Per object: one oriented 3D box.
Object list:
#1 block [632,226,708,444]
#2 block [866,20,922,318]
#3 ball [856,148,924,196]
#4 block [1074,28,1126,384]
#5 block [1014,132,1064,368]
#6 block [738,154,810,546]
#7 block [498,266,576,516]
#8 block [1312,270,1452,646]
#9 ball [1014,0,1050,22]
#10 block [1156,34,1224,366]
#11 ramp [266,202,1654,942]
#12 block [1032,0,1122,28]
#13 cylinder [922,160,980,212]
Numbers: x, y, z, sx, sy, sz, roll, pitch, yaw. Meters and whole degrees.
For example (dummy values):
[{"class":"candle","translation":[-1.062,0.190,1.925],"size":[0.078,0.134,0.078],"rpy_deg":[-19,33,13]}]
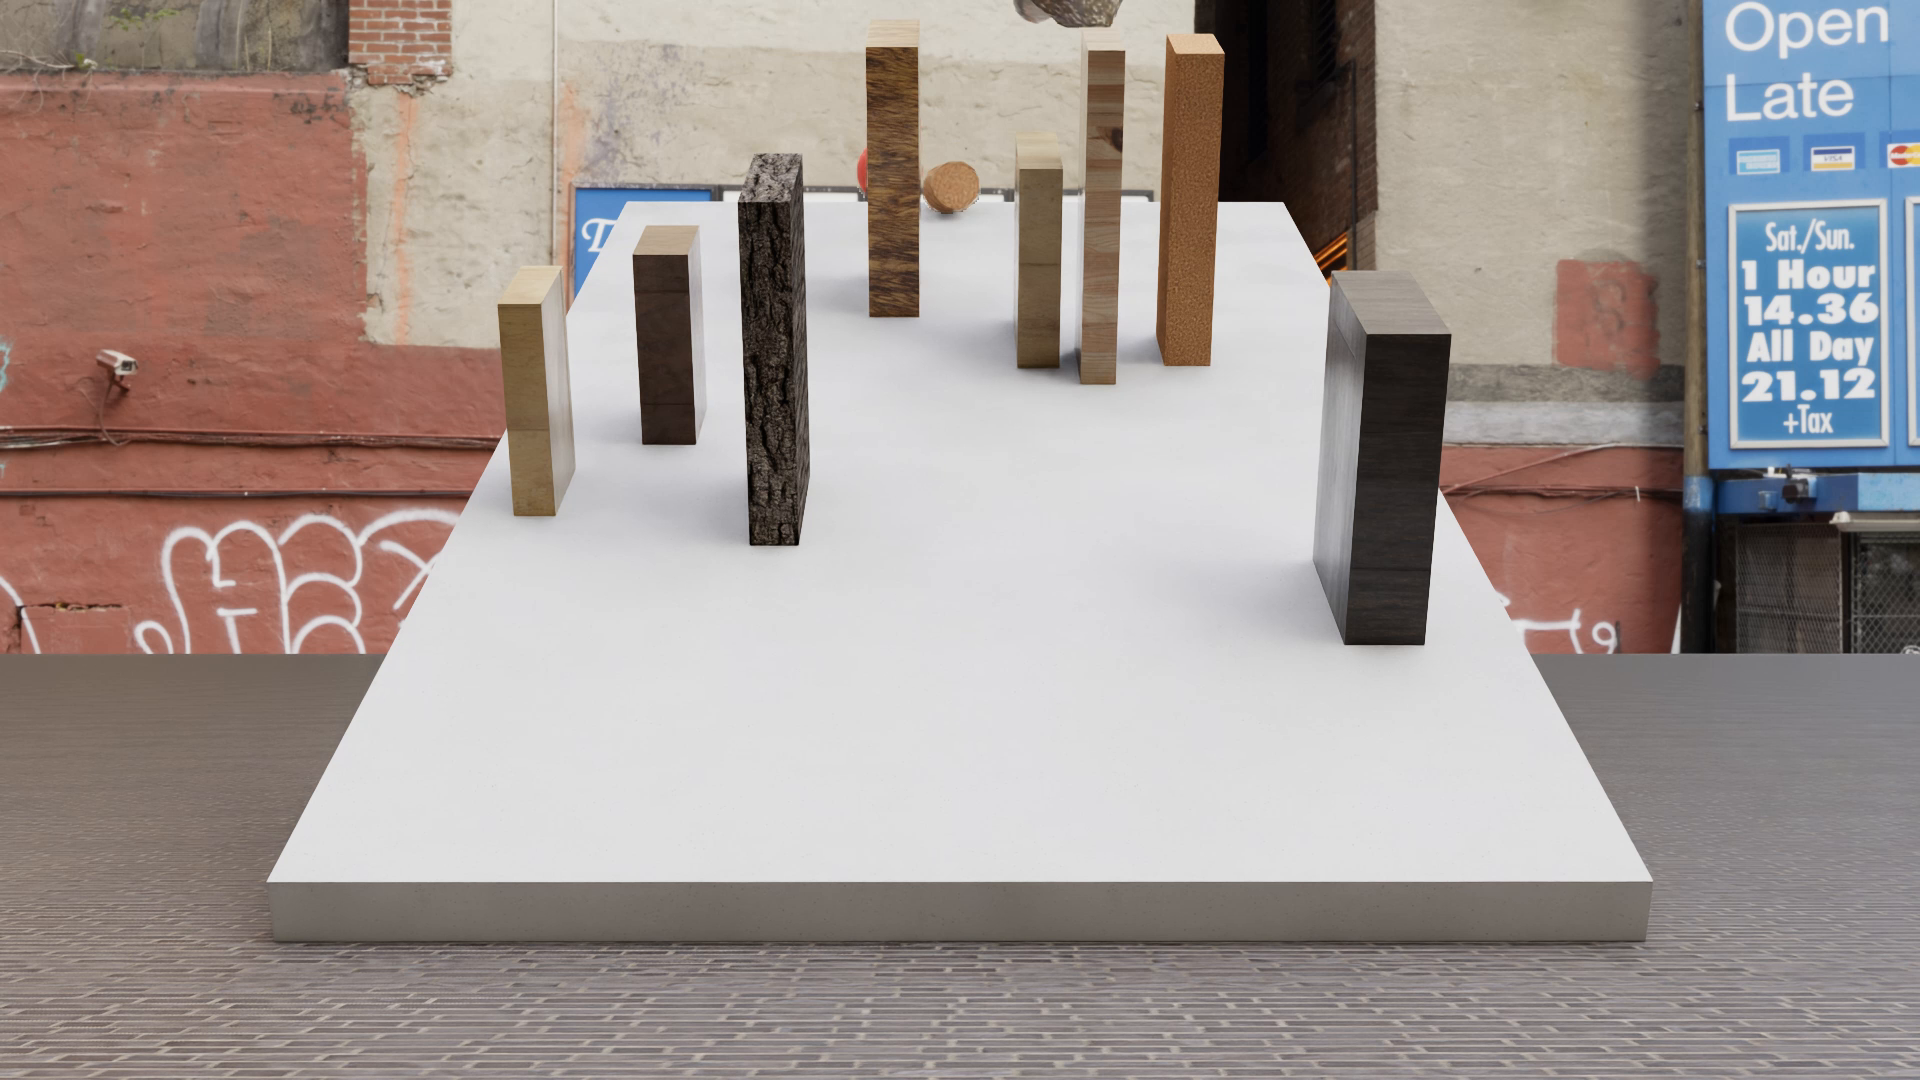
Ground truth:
[{"class":"block","translation":[-0.634,-0.451,5.048],"size":[0.118,0.426,0.244],"rpy_deg":[0,22,0]},{"class":"block","translation":[-0.168,-0.964,5.952],"size":[0.128,0.689,0.393],"rpy_deg":[0,22,0]},{"class":"ball","translation":[-0.195,-1.026,6.411],"size":[0.185,0.185,0.185],"rpy_deg":[0,-3,0]},{"class":"block","translation":[0.325,-0.779,5.385],"size":[0.083,0.780,0.282],"rpy_deg":[0,22,0]},{"class":"block","translation":[0.187,-0.711,5.605],"size":[0.101,0.485,0.395],"rpy_deg":[0,22,0]},{"class":"block","translation":[-0.362,-0.380,4.541],"size":[0.096,0.683,0.399],"rpy_deg":[0,22,0]},{"class":"block","translation":[-0.855,-0.304,4.669],"size":[0.084,0.443,0.273],"rpy_deg":[0,22,0]},{"class":"block","translation":[0.750,-0.153,4.137],"size":[0.142,0.574,0.389],"rpy_deg":[0,22,0]},{"class":"ball","translation":[0.221,-1.582,6.747],"size":[0.130,0.130,0.130],"rpy_deg":[0,-3,0]},{"class":"block","translation":[0.547,-0.812,5.508],"size":[0.111,0.747,0.254],"rpy_deg":[0,22,0]},{"class":"ramp","translation":[-0.007,-0.223,5.188],"size":[2.000,0.100,4.000],"rpy_deg":[0,22,0]},{"class":"block","translation":[0.340,-1.607,6.610],"size":[0.198,0.198,0.198],"rpy_deg":[29,-7,-42]},{"class":"cylinder","translation":[-0.028,-1.049,6.832],"size":[0.140,0.140,0.140],"rpy_deg":[1,4,-14]}]
